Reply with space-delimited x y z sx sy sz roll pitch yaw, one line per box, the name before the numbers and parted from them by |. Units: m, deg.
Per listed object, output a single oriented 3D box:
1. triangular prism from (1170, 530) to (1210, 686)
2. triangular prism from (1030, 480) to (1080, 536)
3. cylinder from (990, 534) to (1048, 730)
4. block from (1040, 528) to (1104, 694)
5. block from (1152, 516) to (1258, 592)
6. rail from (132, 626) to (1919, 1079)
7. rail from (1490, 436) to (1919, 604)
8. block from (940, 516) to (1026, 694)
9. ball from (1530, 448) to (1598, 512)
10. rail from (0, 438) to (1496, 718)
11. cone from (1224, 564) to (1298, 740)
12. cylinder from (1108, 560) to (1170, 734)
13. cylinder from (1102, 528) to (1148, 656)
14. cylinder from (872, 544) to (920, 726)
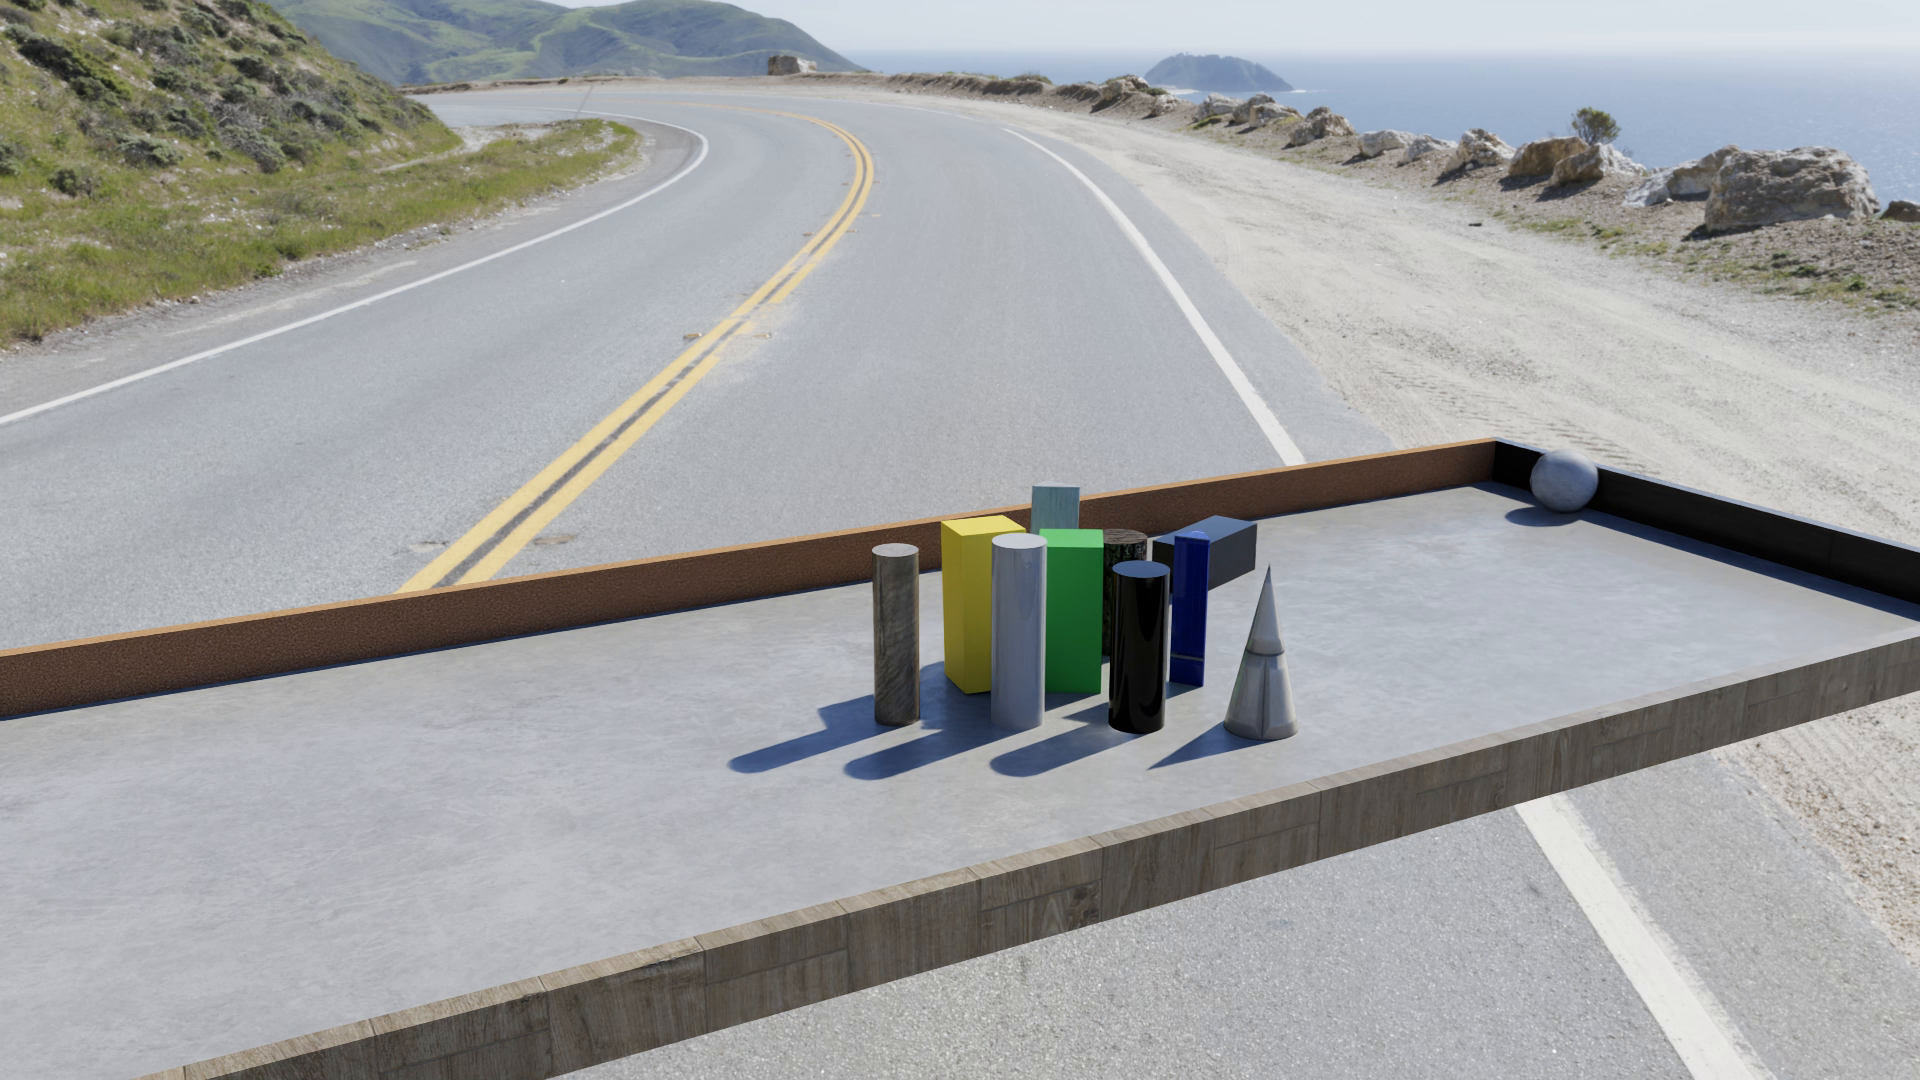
triangular prism | 0.582 0.167 4.108 0.089 0.382 0.077 7 18 24
triangular prism | 0.231 0.061 4.375 0.127 0.427 0.110 1 10 -12
cylinder | 0.136 0.214 3.844 0.128 0.442 0.128 0 16 0
block | 0.274 0.175 4.093 0.156 0.375 0.156 1 16 4
block | 0.733 0.046 4.939 0.147 0.147 0.357 13 21 37
rail | -2.336 1.006 1.665 12.000 0.150 0.050 -9 18 -27
rail | 2.466 -0.048 5.253 0.050 0.150 2.100 -9 18 -27
block | 0.061 0.157 4.094 0.164 0.399 0.164 -6 15 -18
ball | 2.072 -0.204 5.657 0.220 0.220 0.220 0 16 0
rail | -3.305 0.497 3.399 12.000 0.150 0.050 -9 18 -27
cone | 0.705 0.244 3.811 0.173 0.402 0.173 0 16 0
cylinder | 0.415 0.249 3.834 0.133 0.380 0.133 0 16 0
cylinder | 0.414 0.137 4.344 0.147 0.306 0.147 0 16 0
cylinder | -0.149 0.223 3.858 0.107 0.417 0.107 0 16 0
